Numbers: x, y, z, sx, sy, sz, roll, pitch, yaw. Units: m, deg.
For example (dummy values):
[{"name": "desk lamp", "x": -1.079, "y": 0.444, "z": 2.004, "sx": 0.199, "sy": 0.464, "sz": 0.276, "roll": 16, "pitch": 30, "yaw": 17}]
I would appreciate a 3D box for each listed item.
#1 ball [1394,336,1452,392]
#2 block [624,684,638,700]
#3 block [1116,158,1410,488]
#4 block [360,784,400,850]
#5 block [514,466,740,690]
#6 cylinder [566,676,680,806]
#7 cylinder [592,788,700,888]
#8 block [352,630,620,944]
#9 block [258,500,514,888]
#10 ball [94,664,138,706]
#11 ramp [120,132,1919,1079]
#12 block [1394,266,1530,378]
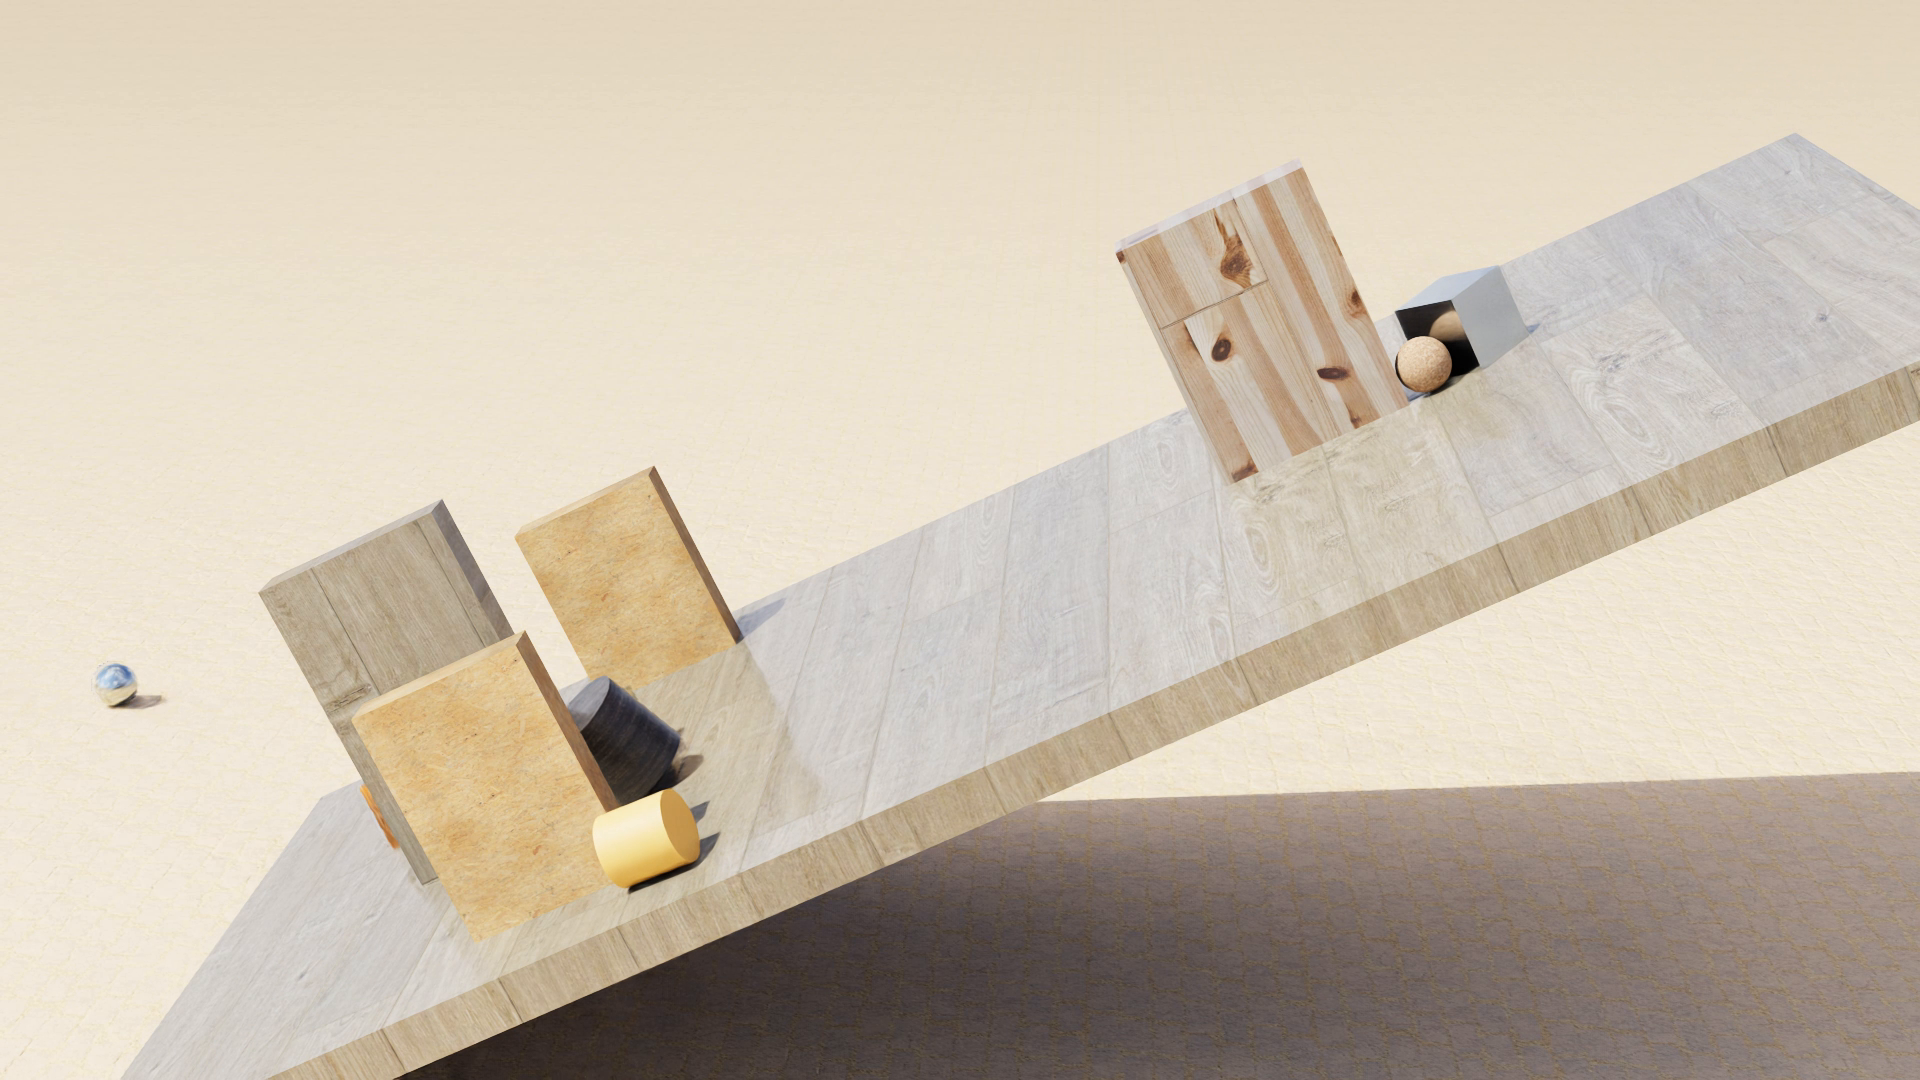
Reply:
[{"name": "ball", "x": 0.986, "y": -0.373, "z": 6.262, "sx": 0.120, "sy": 0.120, "sz": 0.120, "roll": 0, "pitch": 16, "yaw": 0}, {"name": "block", "x": -0.744, "y": 0.434, "z": 6.367, "sx": 0.158, "sy": 0.158, "sz": 0.158, "roll": -27, "pitch": 13, "yaw": -5}, {"name": "block", "x": 0.645, "y": -0.463, "z": 6.286, "sx": 0.430, "sy": 0.561, "sz": 0.134, "roll": -24, "pitch": 13, "yaw": 9}, {"name": "block", "x": -1.241, "y": 0.579, "z": 6.746, "sx": 0.162, "sy": 0.162, "sz": 0.162, "roll": -21, "pitch": 14, "yaw": 20}, {"name": "block", "x": -0.794, "y": 0.108, "z": 7.045, "sx": 0.360, "sy": 0.461, "sz": 0.098, "roll": -24, "pitch": 13, "yaw": 9}, {"name": "cylinder", "x": -0.726, "y": 0.422, "z": 6.163, "sx": 0.196, "sy": 0.196, "sz": 0.196, "roll": 41, "pitch": 3, "yaw": -20}, {"name": "cylinder", "x": -0.596, "y": 0.568, "z": 5.597, "sx": 0.148, "sy": 0.148, "sz": 0.148, "roll": -22, "pitch": 10, "yaw": 16}, {"name": "block", "x": -0.891, "y": 0.480, "z": 5.700, "sx": 0.359, "sy": 0.508, "sz": 0.097, "roll": -24, "pitch": 13, "yaw": 9}, {"name": "block", "x": -1.118, "y": 0.329, "z": 6.233, "sx": 0.414, "sy": 0.727, "sz": 0.108, "roll": -24, "pitch": 13, "yaw": 9}, {"name": "ball", "x": -2.437, "y": 0.419, "z": 8.495, "sx": 0.124, "sy": 0.124, "sz": 0.124, "roll": 0, "pitch": 16, "yaw": 0}, {"name": "ramp", "x": 0.136, "y": 0.169, "z": 6.282, "sx": 4.000, "sy": 0.100, "sz": 2.000, "roll": -24, "pitch": 13, "yaw": 9}, {"name": "block", "x": 1.080, "y": -0.466, "z": 6.329, "sx": 0.171, "sy": 0.171, "sz": 0.171, "roll": -35, "pitch": 16, "yaw": -33}]
